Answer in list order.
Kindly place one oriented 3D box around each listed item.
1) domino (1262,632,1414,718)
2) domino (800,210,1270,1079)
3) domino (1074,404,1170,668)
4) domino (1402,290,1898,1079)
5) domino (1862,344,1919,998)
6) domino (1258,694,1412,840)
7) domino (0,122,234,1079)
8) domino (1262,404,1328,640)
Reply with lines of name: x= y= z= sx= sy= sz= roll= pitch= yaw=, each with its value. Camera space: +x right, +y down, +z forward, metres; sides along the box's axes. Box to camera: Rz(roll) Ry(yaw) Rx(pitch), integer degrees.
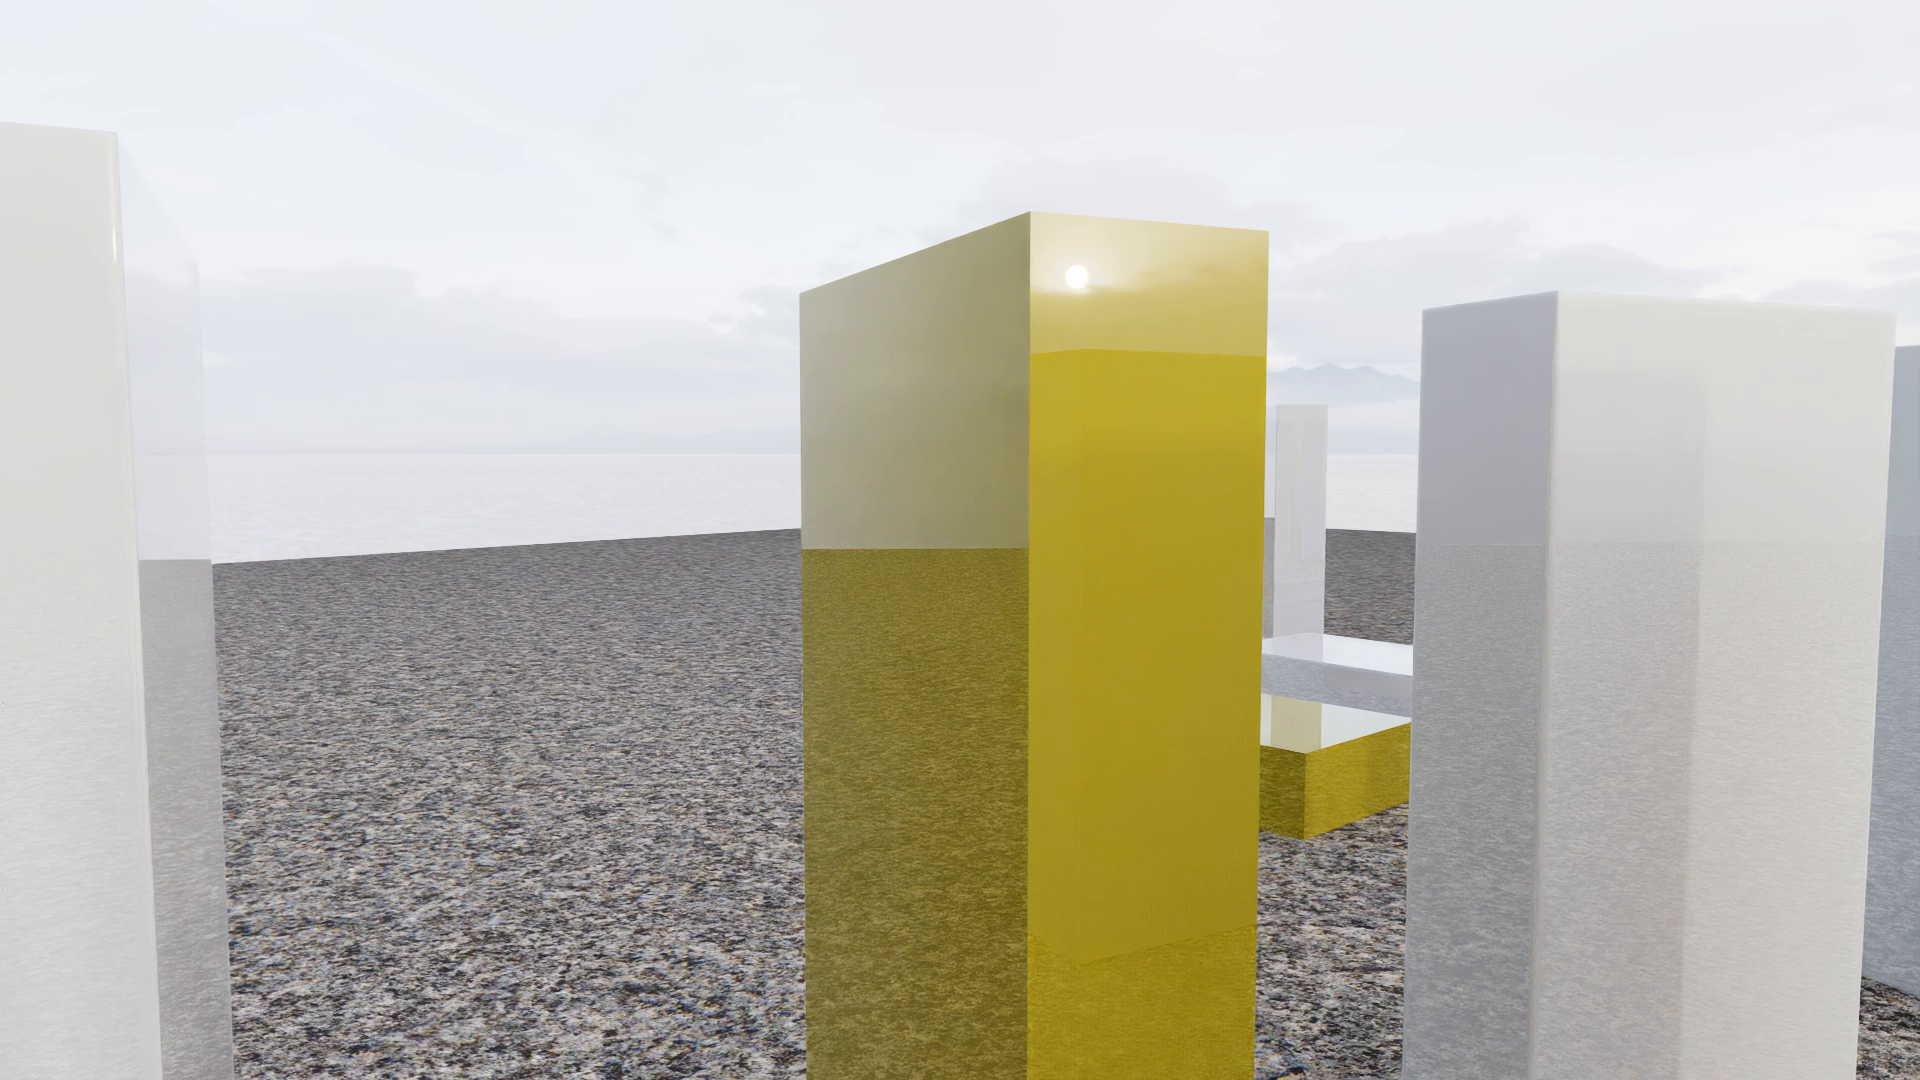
domino: x=0.068 y=0.023 z=0.199 sx=0.025 sy=0.010 sz=0.050 roll=-4 pitch=6 yaw=-40
domino: x=0.001 y=0.013 z=0.057 sx=0.010 sy=0.050 sz=0.025 roll=-2 pitch=5 yaw=-24
domino: x=0.032 y=-0.002 z=0.255 sx=0.010 sy=0.050 sz=0.025 roll=-1 pitch=4 yaw=-15
domino: x=0.039 y=0.012 z=0.074 sx=0.025 sy=0.050 sz=0.010 roll=-2 pitch=5 yaw=-21
domino: x=0.081 y=0.011 z=0.092 sx=0.009 sy=0.050 sz=0.025 roll=-2 pitch=5 yaw=-24
domino: x=0.029 y=0.026 z=0.164 sx=0.025 sy=0.010 sz=0.050 roll=-4 pitch=6 yaw=-43
domino: x=-0.030 y=0.014 z=0.042 sx=0.009 sy=0.050 sz=0.025 roll=-2 pitch=5 yaw=-27
domino: x=0.066 y=-0.002 z=0.257 sx=0.009 sy=0.050 sz=0.025 roll=1 pitch=4 yaw=7
